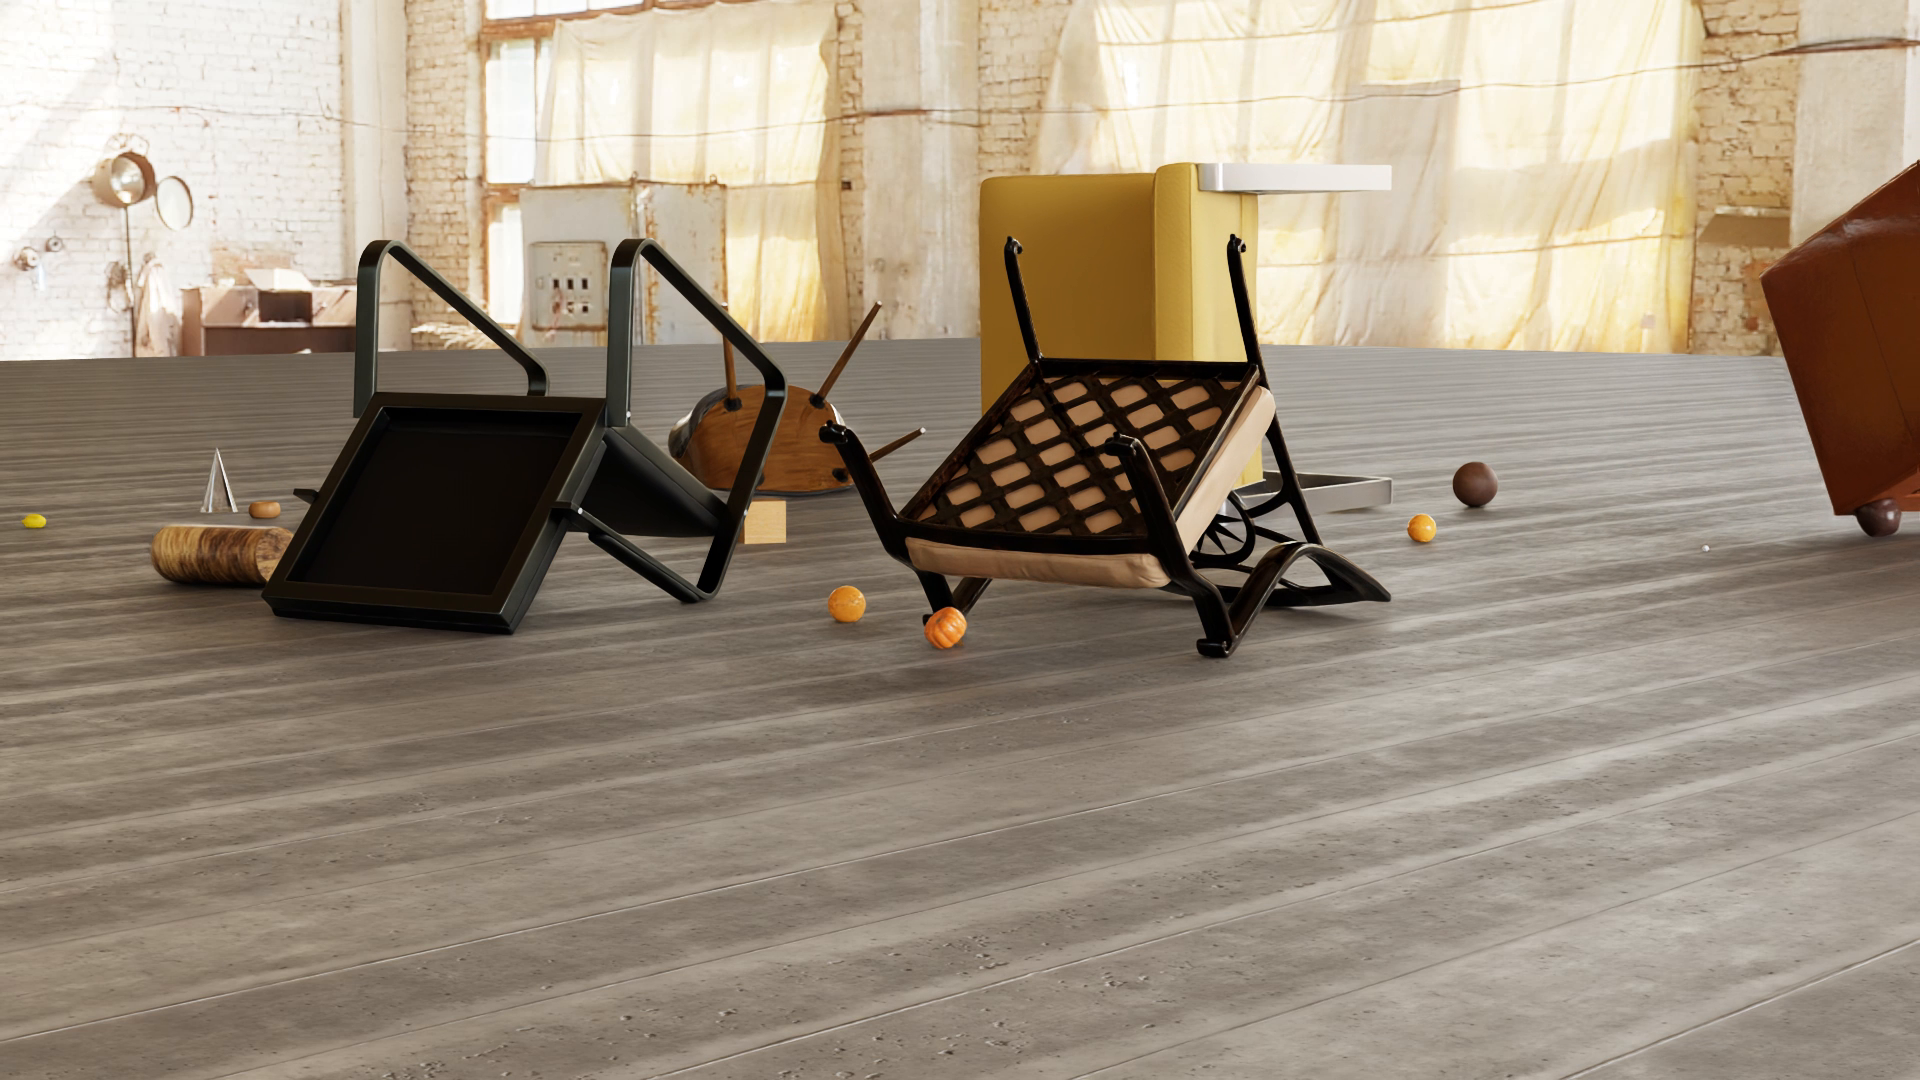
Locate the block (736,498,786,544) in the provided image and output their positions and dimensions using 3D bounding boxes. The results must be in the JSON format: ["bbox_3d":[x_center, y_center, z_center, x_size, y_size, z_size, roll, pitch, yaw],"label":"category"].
[{"bbox_3d":[-0.495,-0.048,6.372,0.105,0.103,0.085,-2,6,-19],"label":"block"}]

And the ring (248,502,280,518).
[{"bbox_3d":[-1.900,-0.083,7.009,0.087,0.042,0.080,0,7,20],"label":"ring"}]

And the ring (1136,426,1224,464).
[{"bbox_3d":[0.779,-0.337,9.096,0.311,0.123,0.286,3,5,14],"label":"ring"}]

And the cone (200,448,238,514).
[{"bbox_3d":[-2.076,-0.170,7.175,0.111,0.182,0.094,3,7,26],"label":"cone"}]

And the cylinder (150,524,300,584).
[{"bbox_3d":[-1.571,0.031,5.497,0.247,0.123,0.192,1,-4,14],"label":"cylinder"}]
